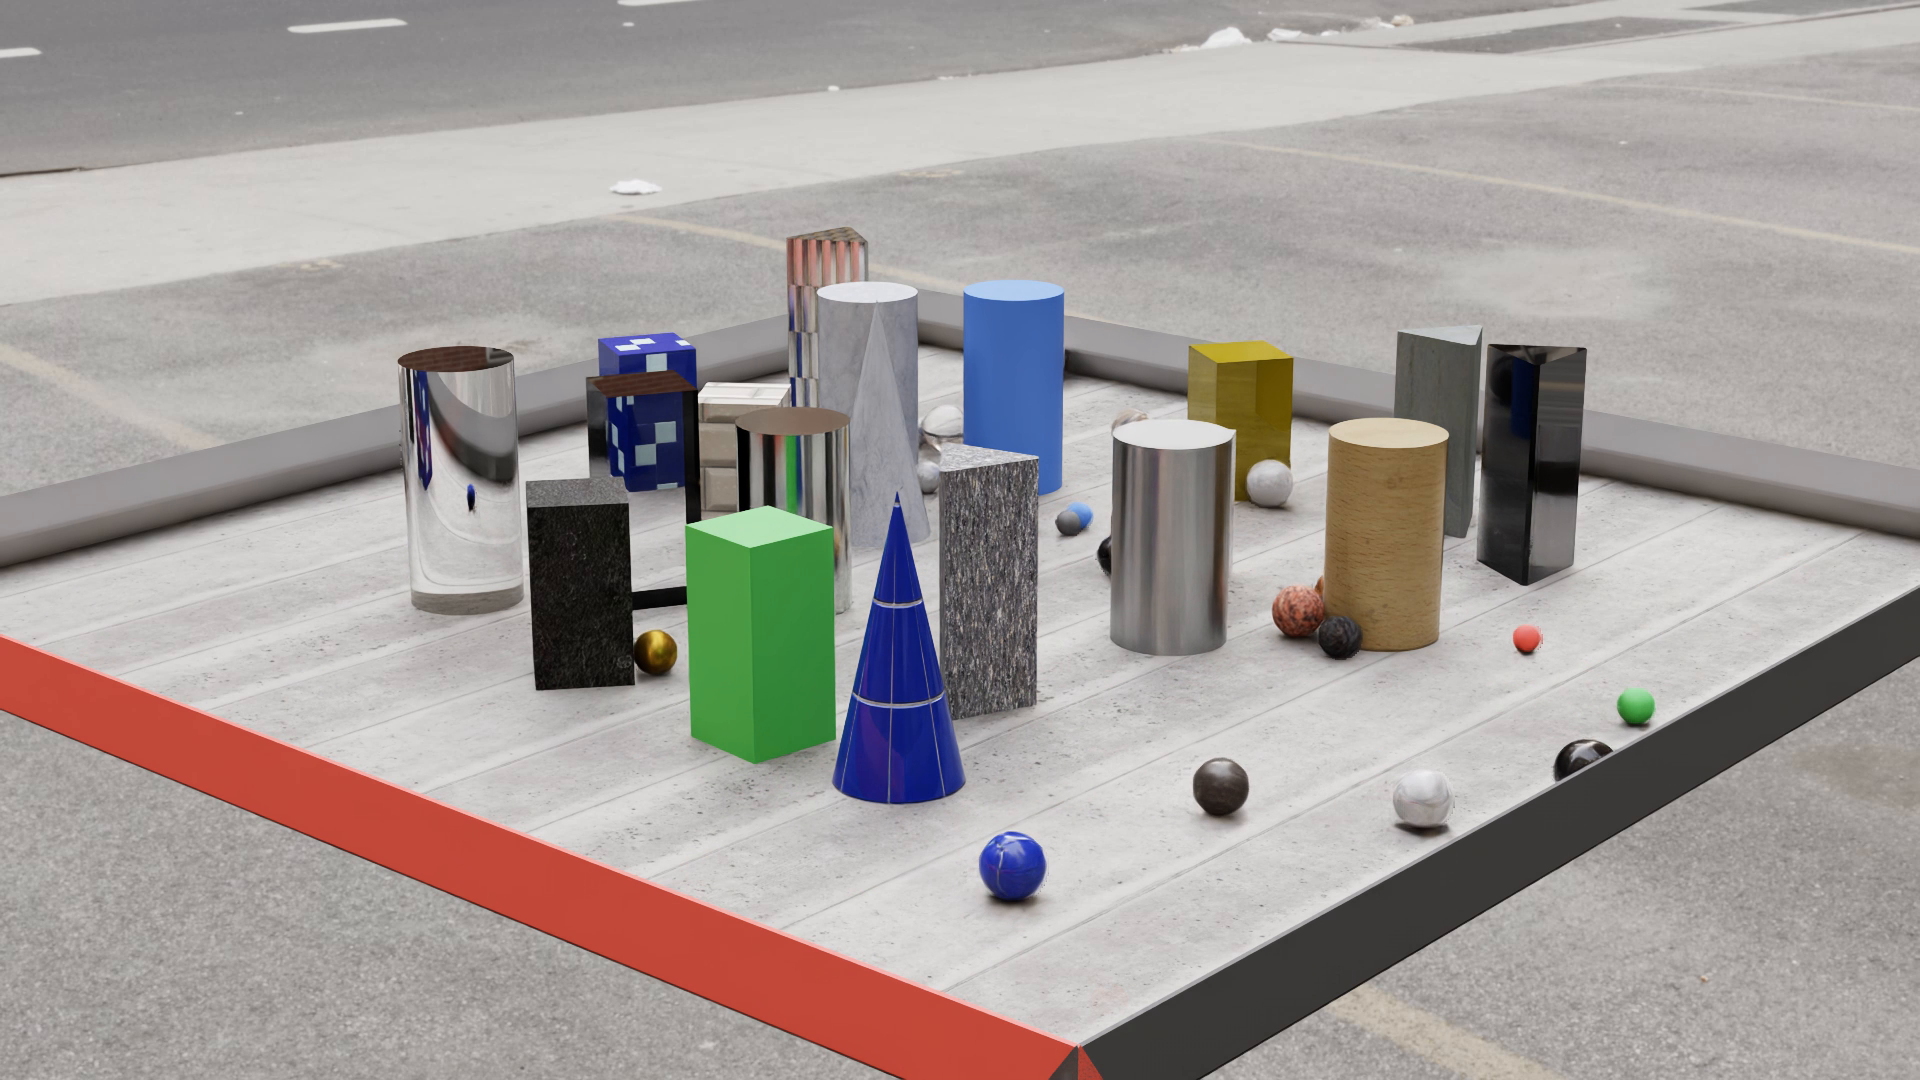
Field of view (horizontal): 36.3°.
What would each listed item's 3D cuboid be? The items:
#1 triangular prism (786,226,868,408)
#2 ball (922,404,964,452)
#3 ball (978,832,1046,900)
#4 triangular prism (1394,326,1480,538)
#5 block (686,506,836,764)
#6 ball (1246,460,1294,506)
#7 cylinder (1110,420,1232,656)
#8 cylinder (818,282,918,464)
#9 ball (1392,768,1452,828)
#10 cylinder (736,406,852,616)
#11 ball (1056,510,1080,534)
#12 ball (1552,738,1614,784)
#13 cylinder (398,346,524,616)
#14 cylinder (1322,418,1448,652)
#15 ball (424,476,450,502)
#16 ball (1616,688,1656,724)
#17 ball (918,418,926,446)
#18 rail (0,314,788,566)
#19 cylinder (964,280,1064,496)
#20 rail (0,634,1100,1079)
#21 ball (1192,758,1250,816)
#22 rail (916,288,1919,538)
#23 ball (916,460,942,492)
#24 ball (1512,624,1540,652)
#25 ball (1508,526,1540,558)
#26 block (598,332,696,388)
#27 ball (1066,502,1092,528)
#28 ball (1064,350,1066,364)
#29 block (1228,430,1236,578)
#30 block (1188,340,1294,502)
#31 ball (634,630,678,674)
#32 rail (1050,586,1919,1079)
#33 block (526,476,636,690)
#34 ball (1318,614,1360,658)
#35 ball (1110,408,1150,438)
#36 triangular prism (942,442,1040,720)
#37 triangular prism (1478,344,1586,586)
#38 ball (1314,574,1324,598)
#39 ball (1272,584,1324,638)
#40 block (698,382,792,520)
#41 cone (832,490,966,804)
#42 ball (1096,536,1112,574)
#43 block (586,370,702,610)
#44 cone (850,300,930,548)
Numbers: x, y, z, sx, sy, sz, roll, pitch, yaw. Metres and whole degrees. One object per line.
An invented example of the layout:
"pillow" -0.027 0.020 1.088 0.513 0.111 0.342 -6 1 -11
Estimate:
"triangular prism" -0.249 -0.407 6.020 0.170 0.451 0.147 5 17 15
"ball" -0.029 -0.231 6.045 0.098 0.098 0.098 0 17 0
"ball" 0.069 0.430 3.868 0.090 0.090 0.090 0 17 0
"triangular prism" 0.927 -0.212 5.514 0.170 0.369 0.147 16 23 42
"block" -0.298 0.140 4.405 0.157 0.335 0.157 -14 22 -40
"ball" 0.598 -0.110 5.655 0.092 0.092 0.092 0 17 0
"cylinder" 0.349 -0.006 4.860 0.196 0.352 0.196 0 17 0
"cylinder" -0.180 -0.297 5.764 0.196 0.388 0.196 0 17 0
"ball" 0.647 0.362 4.105 0.084 0.084 0.084 0 17 0
"cylinder" -0.285 -0.046 5.037 0.196 0.327 0.196 0 17 0
"ball" 0.202 -0.033 5.478 0.046 0.046 0.046 0 17 0
"ball" 0.895 0.331 4.186 0.096 0.096 0.096 0 17 0
"cylinder" -0.858 -0.104 5.053 0.196 0.427 0.196 0 17 0
"cylinder" 0.706 -0.010 4.879 0.196 0.349 0.196 0 17 0
"ball" -1.014 -0.100 5.694 0.050 0.050 0.050 0 17 0
"ball" 1.039 0.255 4.506 0.057 0.057 0.057 0 17 0
"ball" -0.087 -0.226 6.099 0.058 0.058 0.058 0 17 0
"rail" -1.048 -0.231 5.991 0.045 0.127 2.858 14 22 39
"cylinder" 0.105 -0.299 5.762 0.196 0.392 0.196 0 17 0
"rail" -0.921 0.338 4.104 2.822 0.127 0.045 14 22 39
"ball" 0.369 0.349 4.151 0.082 0.082 0.082 0 17 0
"rail" 0.921 -0.274 6.136 2.822 0.127 0.045 14 22 39
"ball" -0.066 -0.124 5.753 0.063 0.063 0.063 0 17 0
"ball" 0.934 0.162 4.836 0.045 0.045 0.045 0 17 0
"ball" 1.027 0.003 5.342 0.057 0.057 0.057 0 17 0
"block" -0.623 -0.264 5.867 0.157 0.264 0.157 -7 18 -21
"ball" 0.224 -0.047 5.520 0.050 0.050 0.050 0 17 0
"ball" 0.193 -0.415 6.660 0.096 0.096 0.096 0 17 0
"block" 0.394 -0.053 5.171 0.157 0.262 0.157 4 17 14
"block" 0.546 -0.233 5.739 0.157 0.279 0.157 -5 17 -15
"ball" -0.491 0.181 4.724 0.073 0.073 0.073 0 17 0
"rail" 1.048 0.294 4.249 0.045 0.127 2.858 14 22 39
"block" -0.609 0.068 4.699 0.157 0.303 0.157 -3 17 -9
"ball" 0.622 0.158 4.806 0.070 0.070 0.070 0 17 0
"ball" 0.354 -0.226 6.048 0.088 0.088 0.088 0 17 0
"triangular prism" 0.012 0.058 4.564 0.170 0.400 0.147 -9 19 -27
"triangular prism" 0.997 -0.143 5.230 0.147 0.401 0.170 14 22 38
"ball" 0.642 0.084 5.083 0.053 0.053 0.053 0 17 0
"ball" 0.565 0.118 4.905 0.088 0.088 0.088 0 17 0
"block" -0.399 -0.135 5.412 0.157 0.280 0.157 2 17 5
"cone" -0.089 0.140 4.223 0.196 0.441 0.196 0 17 0
"ball" 0.282 0.028 5.229 0.075 0.075 0.075 0 17 0
"block" -0.546 -0.086 5.079 0.157 0.380 0.157 -6 18 -20
"cone" -0.152 -0.228 5.432 0.196 0.448 0.196 0 17 0
